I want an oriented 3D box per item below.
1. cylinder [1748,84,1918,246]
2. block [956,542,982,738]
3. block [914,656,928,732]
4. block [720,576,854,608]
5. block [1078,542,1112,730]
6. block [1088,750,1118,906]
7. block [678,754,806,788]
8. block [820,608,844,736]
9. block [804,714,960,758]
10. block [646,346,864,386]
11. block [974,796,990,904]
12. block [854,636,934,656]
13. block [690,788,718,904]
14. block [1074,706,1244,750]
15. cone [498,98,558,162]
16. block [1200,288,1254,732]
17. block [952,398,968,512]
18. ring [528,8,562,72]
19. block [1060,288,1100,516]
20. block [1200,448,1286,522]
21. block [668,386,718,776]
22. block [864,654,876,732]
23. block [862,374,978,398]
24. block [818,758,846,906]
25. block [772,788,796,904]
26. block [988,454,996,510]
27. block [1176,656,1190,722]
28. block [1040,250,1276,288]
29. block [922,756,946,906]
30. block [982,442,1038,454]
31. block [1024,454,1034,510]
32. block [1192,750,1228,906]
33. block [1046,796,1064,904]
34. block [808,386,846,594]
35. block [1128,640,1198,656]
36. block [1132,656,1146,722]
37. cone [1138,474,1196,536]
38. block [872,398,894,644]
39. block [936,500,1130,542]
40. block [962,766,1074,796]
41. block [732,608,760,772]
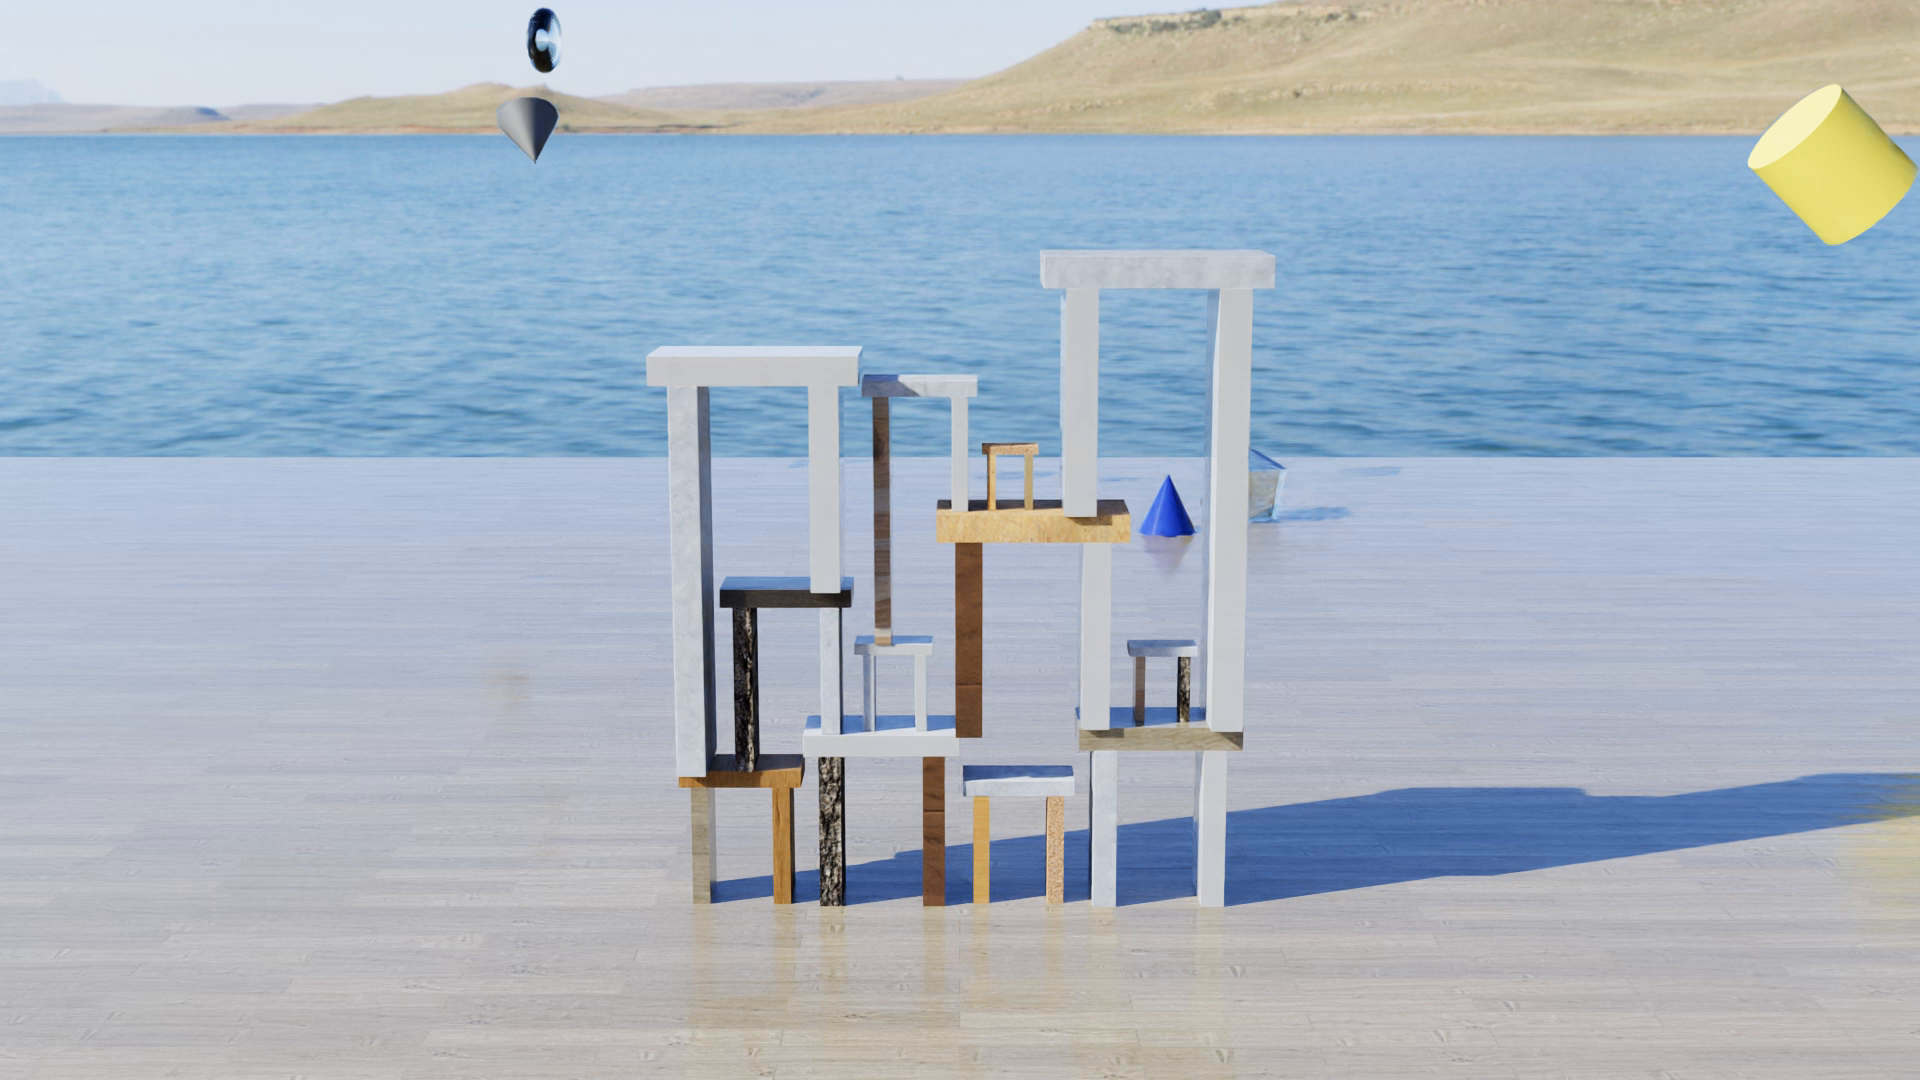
[{"bbox_3d":[2.232,-0.959,5.629,0.287,0.287,0.287,42,6,-9],"label":"cylinder"},{"bbox_3d":[0.014,0.147,3.590,0.043,0.320,0.153,0,10,0],"label":"block"},{"bbox_3d":[-0.064,0.243,3.600,0.018,0.127,0.063,-1,11,0],"label":"block"},{"bbox_3d":[-0.279,0.084,3.570,0.211,0.030,0.105,0,11,0],"label":"block"},{"bbox_3d":[0.219,0.141,3.587,0.043,0.307,0.153,0,11,0],"label":"block"},{"bbox_3d":[0.237,0.459,3.647,0.038,0.266,0.133,0,11,0],"label":"block"},{"bbox_3d":[-0.359,0.381,3.630,0.199,0.028,0.099,0,11,0],"label":"block"},{"bbox_3d":[-0.209,0.202,3.592,0.030,0.211,0.105,0,11,0],"label":"block"},{"bbox_3d":[-0.127,0.322,3.621,0.254,0.036,0.127,0,11,-1],"label":"block"},{"bbox_3d":[-0.323,-0.278,3.506,0.329,0.047,0.165,0,11,0],"label":"block"},{"bbox_3d":[0.035,0.500,3.652,0.026,0.183,0.091,0,11,0],"label":"block"},{"bbox_3d":[-0.107,0.172,3.590,0.127,0.018,0.063,0,11,2],"label":"block"},{"bbox_3d":[-0.425,0.492,3.651,0.028,0.199,0.099,0,11,0],"label":"block"},{"bbox_3d":[0.325,0.310,3.619,0.266,0.038,0.133,0,11,0],"label":"block"},{"bbox_3d":[-1.374,-1.281,7.051,0.193,0.193,0.193,-11,-31,-7],"label":"cone"},{"bbox_3d":[0.428,-0.057,3.552,0.051,0.708,0.179,0,11,0],"label":"block"},{"bbox_3d":[0.000,-0.144,3.538,0.026,0.184,0.092,0,11,0],"label":"block"},{"bbox_3d":[-1.263,-1.519,6.684,0.065,0.195,0.195,4,11,7],"label":"ring"},{"bbox_3d":[0.190,-0.229,3.520,0.051,0.357,0.179,0,11,0],"label":"block"},{"bbox_3d":[0.927,-0.177,7.199,0.180,0.180,0.180,-6,26,-30],"label":"block"},{"bbox_3d":[-0.433,0.056,3.569,0.047,0.633,0.165,0,11,0],"label":"block"},{"bbox_3d":[-0.148,0.244,3.599,0.018,0.127,0.063,0,11,0],"label":"block"},{"bbox_3d":[-0.063,-0.247,3.520,0.184,0.026,0.092,0,11,1],"label":"block"},{"bbox_3d":[-0.212,0.465,3.648,0.036,0.254,0.127,0,11,0],"label":"block"},{"bbox_3d":[-0.292,0.492,3.651,0.028,0.199,0.099,0,11,0],"label":"block"},{"bbox_3d":[0.050,-0.096,3.538,0.013,0.090,0.045,0,11,0],"label":"block"},{"bbox_3d":[0.366,0.238,3.603,0.016,0.110,0.055,0,11,0],"label":"block"},{"bbox_3d":[0.309,-0.429,3.483,0.357,0.051,0.179,0,11,0],"label":"block"},{"bbox_3d":[-0.043,0.465,3.648,0.036,0.254,0.127,0,11,0],"label":"block"},{"bbox_3d":[0.080,-0.147,3.529,0.090,0.013,0.045,0,11,0],"label":"block"},{"bbox_3d":[0.110,-0.096,3.538,0.013,0.090,0.045,0,11,0],"label":"block"},{"bbox_3d":[0.414,0.459,3.647,0.038,0.266,0.133,0,11,0],"label":"block"},{"bbox_3d":[0.157,0.500,3.652,0.026,0.183,0.091,0,11,0],"label":"block"},{"bbox_3d":[-0.213,-0.093,3.540,0.047,0.329,0.165,0,11,0],"label":"block"},{"bbox_3d":[0.330,0.177,3.591,0.110,0.016,0.055,0,11,0],"label":"block"},{"bbox_3d":[0.293,0.238,3.603,0.016,0.110,0.055,0,11,0],"label":"block"},{"bbox_3d":[0.659,-0.120,6.980,0.187,0.187,0.187,0,11,0],"label":"cone"},{"bbox_3d":[-0.124,-0.037,3.562,0.026,0.402,0.092,0,11,1],"label":"block"},{"bbox_3d":[0.116,-0.031,3.555,0.307,0.043,0.153,0,11,0],"label":"block"},{"bbox_3d":[0.096,0.398,3.633,0.183,0.026,0.091,0,11,0],"label":"block"},{"bbox_3d":[-0.350,0.233,3.599,0.030,0.273,0.105,0,11,0],"label":"block"}]
